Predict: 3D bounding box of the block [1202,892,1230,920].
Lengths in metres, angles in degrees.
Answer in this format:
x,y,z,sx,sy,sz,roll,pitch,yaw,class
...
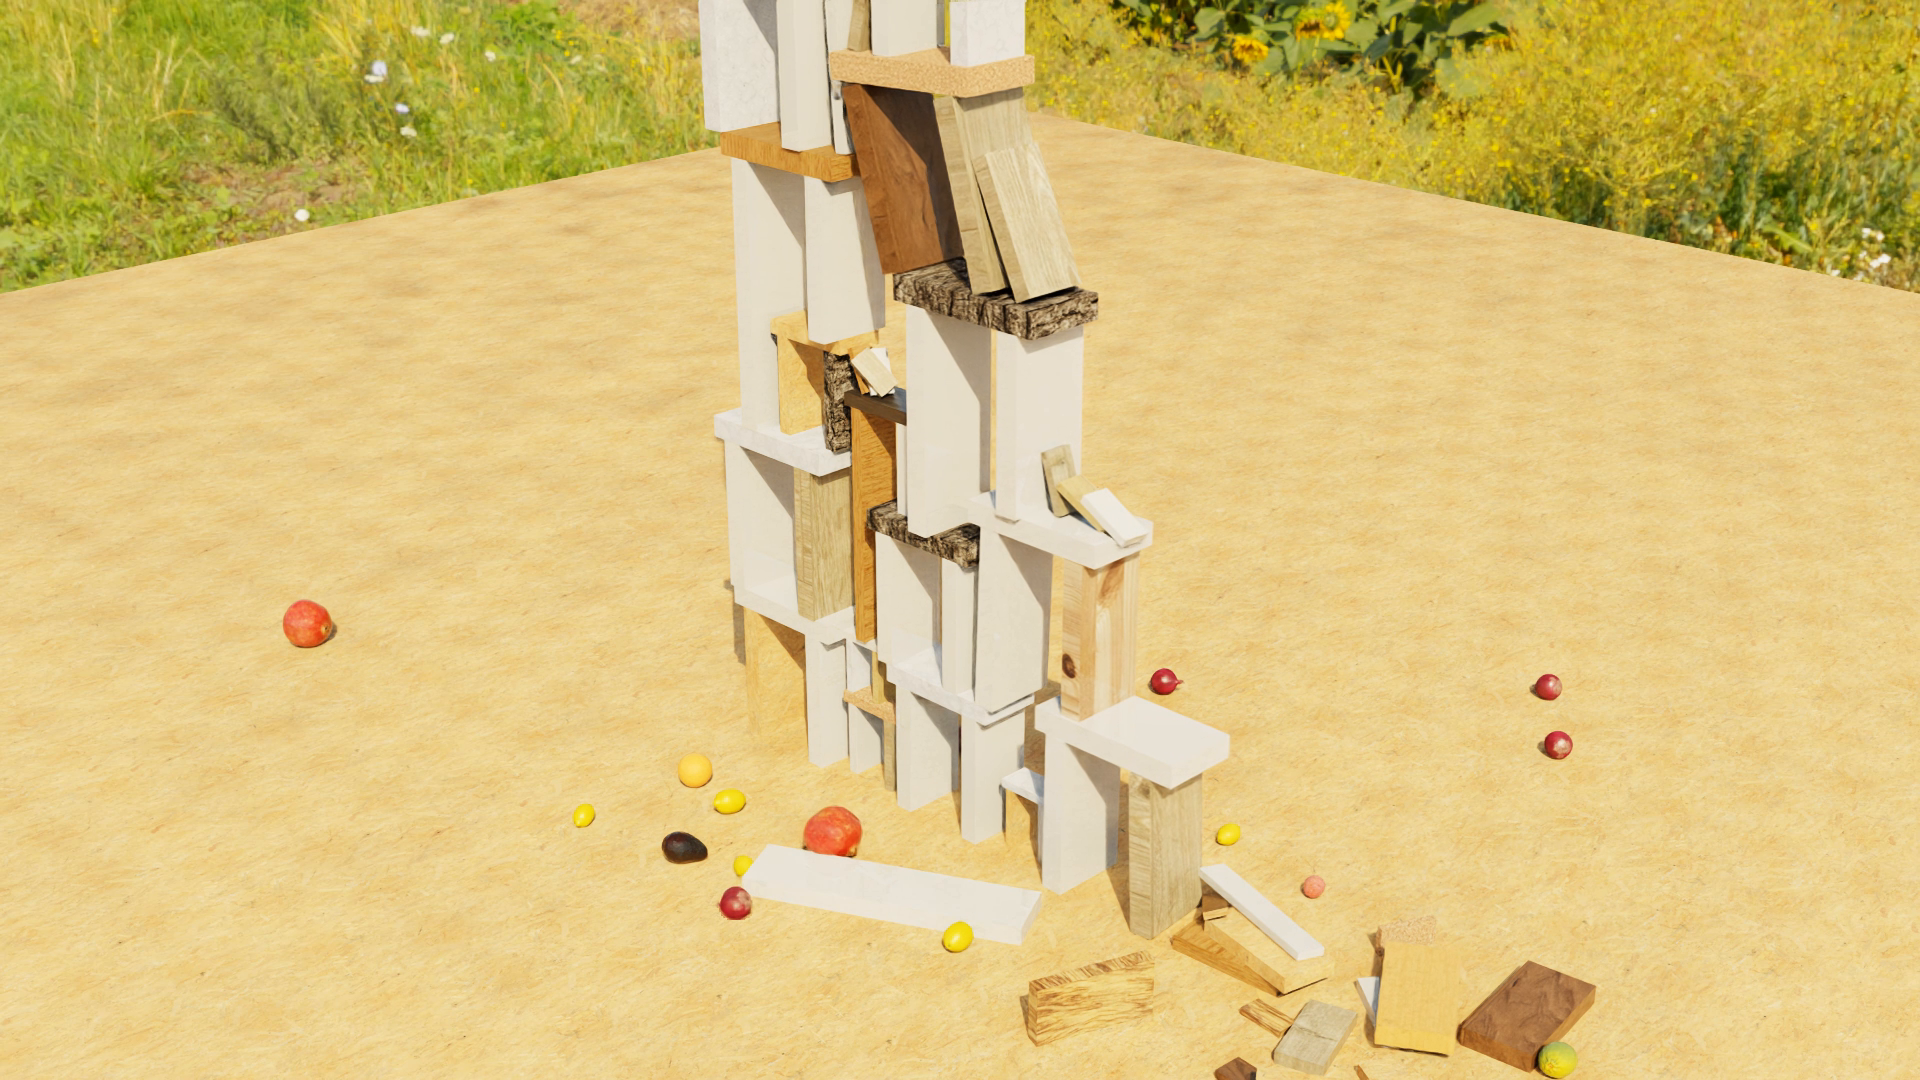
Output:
x,y,z,sx,sy,sz,roll,pitch,yaw,class
0.471,0.672,4.054,0.046,0.013,0.192,-14,-1,6,block

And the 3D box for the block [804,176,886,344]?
x,y,z,sx,sy,sz,roll,pitch,yaw,class
-0.219,-0.552,4.226,0.161,0.322,0.046,-21,31,-41,block

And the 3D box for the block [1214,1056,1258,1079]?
x,y,z,sx,sy,sz,roll,pitch,yaw,class
0.481,0.896,3.629,0.056,0.016,0.112,-19,29,-37,block

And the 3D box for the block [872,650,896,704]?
x,y,z,sx,sy,sz,roll,pitch,yaw,class
-0.152,0.273,4.500,0.017,0.117,0.059,21,31,41,block

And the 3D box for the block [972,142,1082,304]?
x,y,z,sx,sy,sz,roll,pitch,yaw,class
0.118,-0.558,3.861,0.130,0.261,0.037,-21,5,-40,block

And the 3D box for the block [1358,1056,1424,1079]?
x,y,z,sx,sy,sz,roll,pitch,yaw,class
0.767,0.971,3.441,0.086,0.024,0.506,-6,24,-14,block

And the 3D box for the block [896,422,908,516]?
x,y,z,sx,sy,sz,roll,pitch,yaw,class
-0.080,-0.149,4.258,0.027,0.187,0.094,19,30,38,block

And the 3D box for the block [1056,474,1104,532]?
x,y,z,sx,sy,sz,roll,pitch,yaw,class
0.235,-0.067,3.952,0.060,0.017,0.120,-21,57,-40,block

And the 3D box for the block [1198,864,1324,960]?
x,y,z,sx,sy,sz,roll,pitch,yaw,class
0.543,0.671,3.988,0.056,0.016,0.318,-6,23,-27,block

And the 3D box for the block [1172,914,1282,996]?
x,y,z,sx,sy,sz,roll,pitch,yaw,class
0.509,0.743,3.968,0.226,0.032,0.113,19,30,38,block

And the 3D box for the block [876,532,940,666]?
x,y,z,sx,sy,sz,roll,pitch,yaw,class
-0.103,0.097,4.375,0.039,0.277,0.139,19,30,38,block

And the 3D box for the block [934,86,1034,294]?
x,y,z,sx,sy,sz,roll,pitch,yaw,class
0.066,-0.624,3.900,0.172,0.345,0.049,-21,14,-40,block

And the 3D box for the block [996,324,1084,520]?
x,y,z,sx,sy,sz,roll,pitch,yaw,class
0.144,-0.225,3.969,0.174,0.347,0.049,-21,31,-40,block

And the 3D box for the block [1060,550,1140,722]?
x,y,z,sx,sy,sz,roll,pitch,yaw,class
0.257,0.161,4.019,0.044,0.314,0.157,21,31,41,block

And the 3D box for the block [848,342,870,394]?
x,y,z,sx,sy,sz,roll,pitch,yaw,class
-0.184,-0.334,4.275,0.046,0.092,0.013,-21,5,-41,block

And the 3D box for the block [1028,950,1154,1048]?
x,y,z,sx,sy,sz,roll,pitch,yaw,class
0.225,0.785,3.767,0.226,0.113,0.032,-10,25,-23,block

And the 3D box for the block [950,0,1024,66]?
x,y,z,sx,sy,sz,roll,pitch,yaw,class
0.047,-0.973,3.778,0.042,0.293,0.147,19,30,39,block

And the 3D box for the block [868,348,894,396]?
x,y,z,sx,sy,sz,roll,pitch,yaw,class
-0.158,-0.326,4.261,0.046,0.092,0.013,-7,-10,-16,block

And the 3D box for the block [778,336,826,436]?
x,y,z,sx,sy,sz,roll,pitch,yaw,class
-0.317,-0.323,4.437,0.029,0.205,0.103,21,31,41,block

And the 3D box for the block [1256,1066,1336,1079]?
x,y,z,sx,sy,sz,roll,pitch,yaw,class
0.521,0.939,3.476,0.128,0.036,0.256,6,28,11,block

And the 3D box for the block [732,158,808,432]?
x,y,z,sx,sy,sz,roll,pitch,yaw,class
-0.371,-0.503,4.411,0.046,0.556,0.161,21,31,41,block

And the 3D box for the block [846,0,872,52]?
x,y,z,sx,sy,sz,roll,pitch,yaw,class
-0.142,-0.989,3.959,0.029,0.206,0.103,34,38,32,block

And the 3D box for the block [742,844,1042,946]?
x,y,z,sx,sy,sz,roll,pitch,yaw,class
-0.130,0.666,4.145,0.553,0.037,0.130,7,24,17,block

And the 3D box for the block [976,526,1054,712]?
x,y,z,sx,sy,sz,roll,pitch,yaw,class
0.104,0.129,4.175,0.044,0.375,0.157,23,32,39,block

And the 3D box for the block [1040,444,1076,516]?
x,y,z,sx,sy,sz,roll,pitch,yaw,class
0.186,-0.108,3.986,0.060,0.120,0.017,-21,13,-40,block

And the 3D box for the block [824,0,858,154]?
x,y,z,sx,sy,sz,roll,pitch,yaw,class
-0.196,-0.926,4.046,0.103,0.415,0.029,-21,27,-41,block

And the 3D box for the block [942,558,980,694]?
x,y,z,sx,sy,sz,roll,pitch,yaw,class
0.030,0.148,4.254,0.139,0.277,0.039,-21,31,-40,block

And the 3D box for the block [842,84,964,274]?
x,y,z,sx,sy,sz,roll,pitch,yaw,class
-0.100,-0.677,4.052,0.172,0.345,0.049,-21,13,-40,block

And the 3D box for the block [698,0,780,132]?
x,y,z,sx,sy,sz,roll,pitch,yaw,class
-0.420,-0.978,4.261,0.172,0.344,0.049,-21,30,-41,block

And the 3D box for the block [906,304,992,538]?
x,y,z,sx,sy,sz,roll,pitch,yaw,class
-0.020,-0.241,4.141,0.174,0.450,0.049,-21,31,-40,block

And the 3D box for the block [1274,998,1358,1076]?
x,y,z,sx,sy,sz,roll,pitch,yaw,class
0.605,0.845,3.737,0.086,0.024,0.172,12,26,26,block

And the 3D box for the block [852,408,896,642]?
x,y,z,sx,sy,sz,roll,pitch,yaw,class
-0.169,-0.038,4.400,0.027,0.501,0.094,21,31,41,block

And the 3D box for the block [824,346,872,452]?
x,y,z,sx,sy,sz,roll,pitch,yaw,class
-0.220,-0.286,4.348,0.103,0.205,0.029,-21,31,-41,block

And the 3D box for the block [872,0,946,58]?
x,y,z,sx,sy,sz,roll,pitch,yaw,class
-0.093,-1.018,3.909,0.042,0.293,0.147,19,29,39,block

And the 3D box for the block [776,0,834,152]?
x,y,z,sx,sy,sz,roll,pitch,yaw,class
-0.258,-0.914,4.111,0.172,0.344,0.049,-21,30,-41,block
